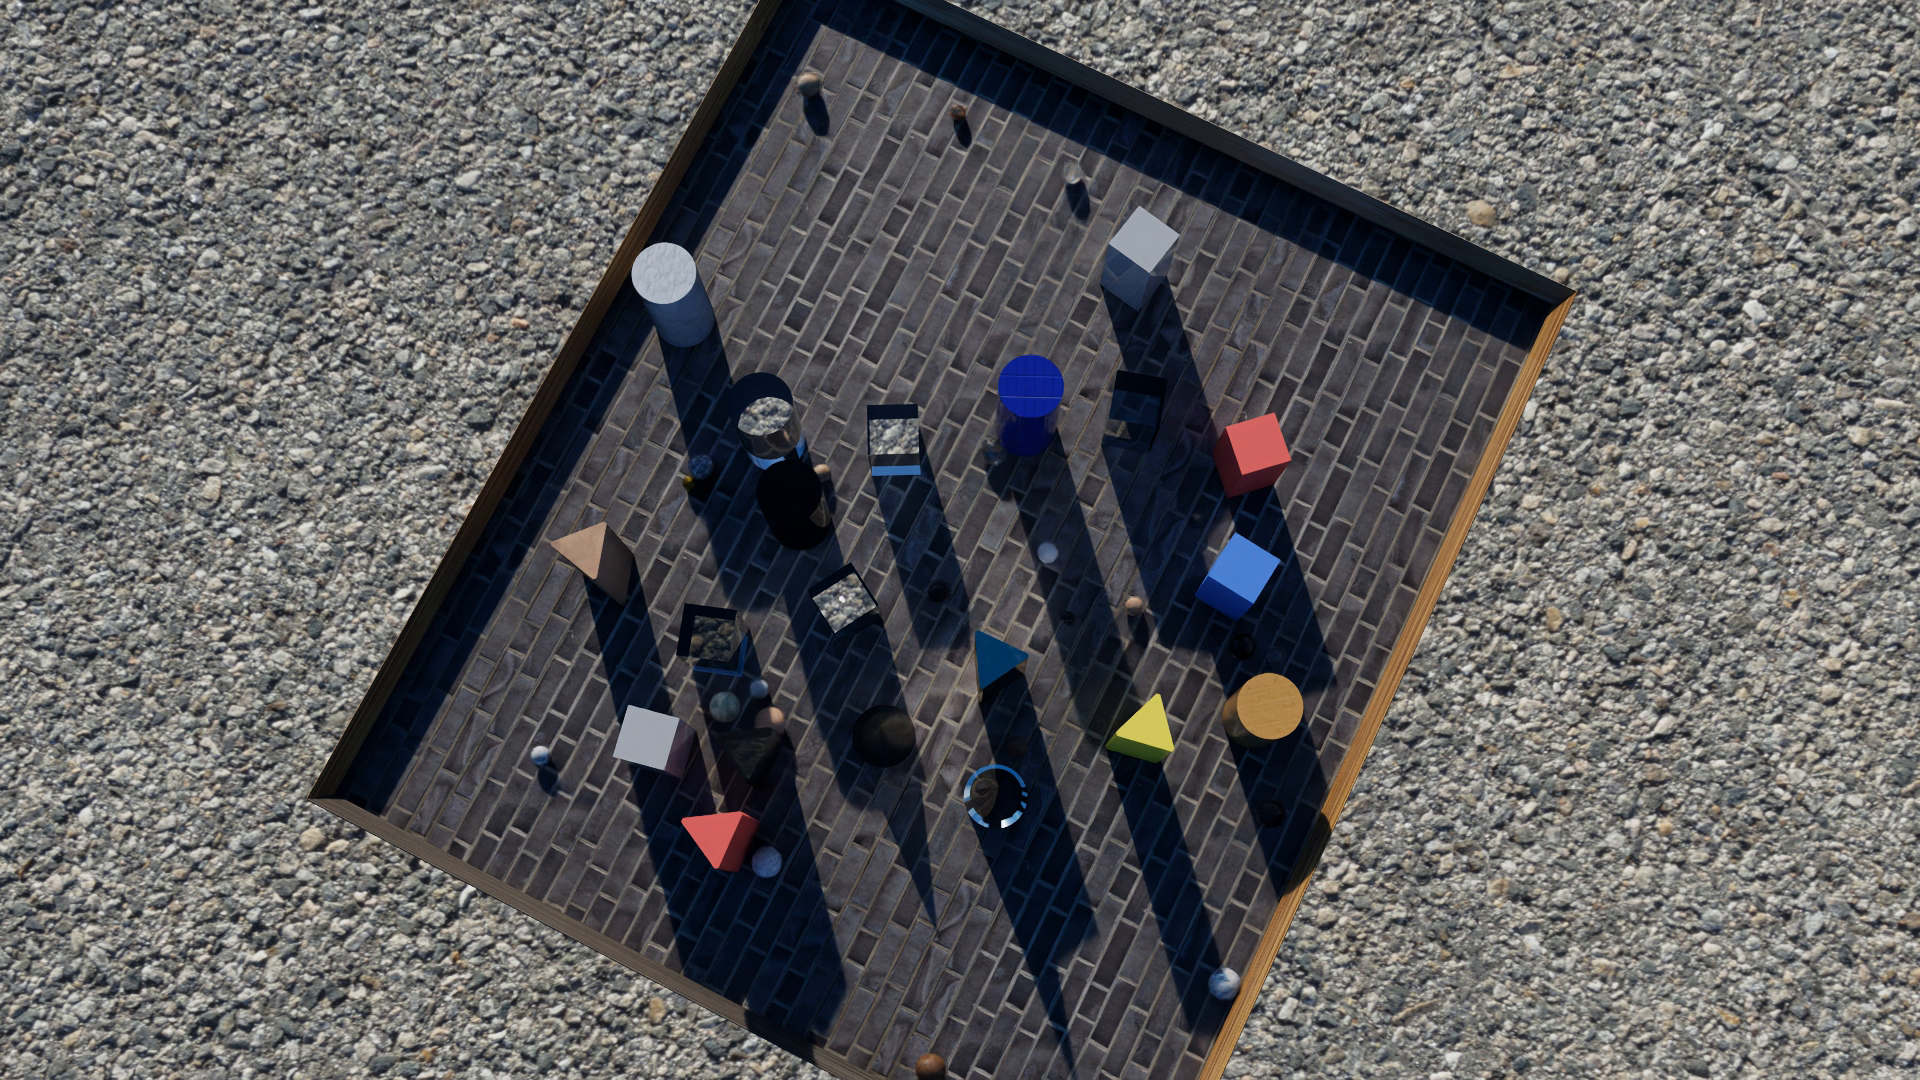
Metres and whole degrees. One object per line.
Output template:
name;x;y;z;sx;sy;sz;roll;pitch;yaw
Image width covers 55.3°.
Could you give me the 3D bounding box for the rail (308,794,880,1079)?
rail;-0.681;1.341;5.275;2.714;0.123;0.045;26;80;5

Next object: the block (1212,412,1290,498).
block;0.873;-0.251;5.513;0.151;0.305;0.151;-17;79;-3

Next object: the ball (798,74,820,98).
ball;-0.485;-1.459;5.880;0.075;0.075;0.075;0;78;0

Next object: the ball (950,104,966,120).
ball;-0.005;-1.369;5.874;0.050;0.050;0.050;0;78;0

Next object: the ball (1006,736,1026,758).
ball;0.168;0.618;5.456;0.064;0.064;0.064;0;78;0

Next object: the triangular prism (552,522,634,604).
triangular prism;-1.045;0.050;5.380;0.164;0.443;0.142;38;81;7

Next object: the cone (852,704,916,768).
cone;-0.228;0.559;5.354;0.189;0.287;0.189;0;78;0

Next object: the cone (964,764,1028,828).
cone;0.106;0.721;5.253;0.189;0.420;0.189;0;78;0

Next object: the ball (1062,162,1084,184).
ball;0.358;-1.166;5.823;0.068;0.068;0.068;0;78;0

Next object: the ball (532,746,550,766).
ball;-1.247;0.642;5.455;0.056;0.056;0.056;0;78;0

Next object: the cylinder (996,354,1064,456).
cylinder;0.203;-0.396;5.470;0.189;0.447;0.189;0;78;0

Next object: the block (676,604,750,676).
block;-0.723;0.297;5.387;0.151;0.328;0.151;7;78;2

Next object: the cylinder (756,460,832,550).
cylinder;-0.490;-0.099;5.440;0.189;0.386;0.189;0;78;0

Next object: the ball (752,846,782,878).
ball;-0.566;0.943;5.375;0.091;0.091;0.091;0;78;0

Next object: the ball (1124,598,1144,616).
ball;0.527;0.202;5.546;0.057;0.057;0.057;0;78;0

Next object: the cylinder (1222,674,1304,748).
cylinder;0.882;0.503;5.359;0.189;0.300;0.189;0;78;0

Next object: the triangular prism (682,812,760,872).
triangular prism;-0.651;0.831;5.208;0.142;0.464;0.164;-36;81;-7

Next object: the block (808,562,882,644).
block;-0.341;0.191;5.454;0.151;0.241;0.151;-32;80;-6

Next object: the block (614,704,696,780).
block;-0.884;0.590;5.325;0.151;0.332;0.151;14;79;3

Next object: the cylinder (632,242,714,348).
cylinder;-0.865;-0.738;5.559;0.189;0.412;0.189;0;78;0

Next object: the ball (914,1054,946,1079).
ball;-0.086;1.518;5.257;0.088;0.088;0.088;0;78;0

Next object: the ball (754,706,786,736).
ball;-0.566;0.544;5.456;0.095;0.095;0.095;0;78;0

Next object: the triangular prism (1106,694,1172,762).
triangular prism;0.534;0.536;5.301;0.164;0.401;0.142;16;79;3

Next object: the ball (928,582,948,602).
ball;-0.065;0.158;5.552;0.062;0.062;0.062;0;78;0

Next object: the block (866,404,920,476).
block;-0.198;-0.301;5.544;0.151;0.264;0.151;-1;78;0

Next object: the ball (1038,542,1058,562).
ball;0.266;0.037;5.577;0.063;0.063;0.063;0;78;0

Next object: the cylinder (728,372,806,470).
cylinder;-0.574;-0.348;5.471;0.189;0.426;0.189;0;78;0

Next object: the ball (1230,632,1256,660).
ball;0.849;0.319;5.510;0.080;0.080;0.080;0;78;0

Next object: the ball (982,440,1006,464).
ball;0.104;-0.270;5.636;0.071;0.071;0.071;0;78;0

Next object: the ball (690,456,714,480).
ball;-0.791;-0.223;5.624;0.076;0.076;0.076;0;78;0

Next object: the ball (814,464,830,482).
ball;-0.426;-0.204;5.629;0.057;0.057;0.057;0;78;0

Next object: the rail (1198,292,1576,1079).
rail;1.192;0.590;5.431;0.045;0.123;3.095;26;80;5

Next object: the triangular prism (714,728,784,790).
triangular prism;-0.586;0.606;5.312;0.142;0.350;0.164;-35;80;-7

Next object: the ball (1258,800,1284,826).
ball;0.916;0.805;5.410;0.078;0.078;0.078;0;78;0

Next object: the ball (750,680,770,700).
ball;-0.602;0.448;5.494;0.059;0.059;0.059;0;78;0

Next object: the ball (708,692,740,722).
ball;-0.703;0.497;5.466;0.092;0.092;0.092;0;78;0

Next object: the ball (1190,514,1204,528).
ball;0.723;-0.060;5.606;0.044;0.044;0.044;0;78;0

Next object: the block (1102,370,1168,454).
block;0.524;-0.385;5.539;0.151;0.307;0.151;10;79;2

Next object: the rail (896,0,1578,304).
rail;0.681;-1.328;5.827;2.714;0.123;0.045;26;80;5

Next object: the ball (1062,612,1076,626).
ball;0.330;0.238;5.546;0.041;0.041;0.041;0;78;0

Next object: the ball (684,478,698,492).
ball;-0.826;-0.171;5.629;0.044;0.044;0.044;0;78;0

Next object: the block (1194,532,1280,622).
block;0.817;0.113;5.425;0.151;0.329;0.151;32;80;6

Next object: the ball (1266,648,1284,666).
ball;0.947;0.352;5.515;0.056;0.056;0.056;0;78;0

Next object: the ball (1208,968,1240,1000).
ball;0.765;1.285;5.304;0.092;0.092;0.092;0;78;0

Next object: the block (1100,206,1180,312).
block;0.547;-0.857;5.613;0.151;0.353;0.151;37;81;7

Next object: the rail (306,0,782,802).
rail;-1.192;-0.577;5.672;0.045;0.123;3.095;26;80;5

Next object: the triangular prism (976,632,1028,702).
triangular prism;0.087;0.352;5.353;0.164;0.374;0.142;-34;80;-7
